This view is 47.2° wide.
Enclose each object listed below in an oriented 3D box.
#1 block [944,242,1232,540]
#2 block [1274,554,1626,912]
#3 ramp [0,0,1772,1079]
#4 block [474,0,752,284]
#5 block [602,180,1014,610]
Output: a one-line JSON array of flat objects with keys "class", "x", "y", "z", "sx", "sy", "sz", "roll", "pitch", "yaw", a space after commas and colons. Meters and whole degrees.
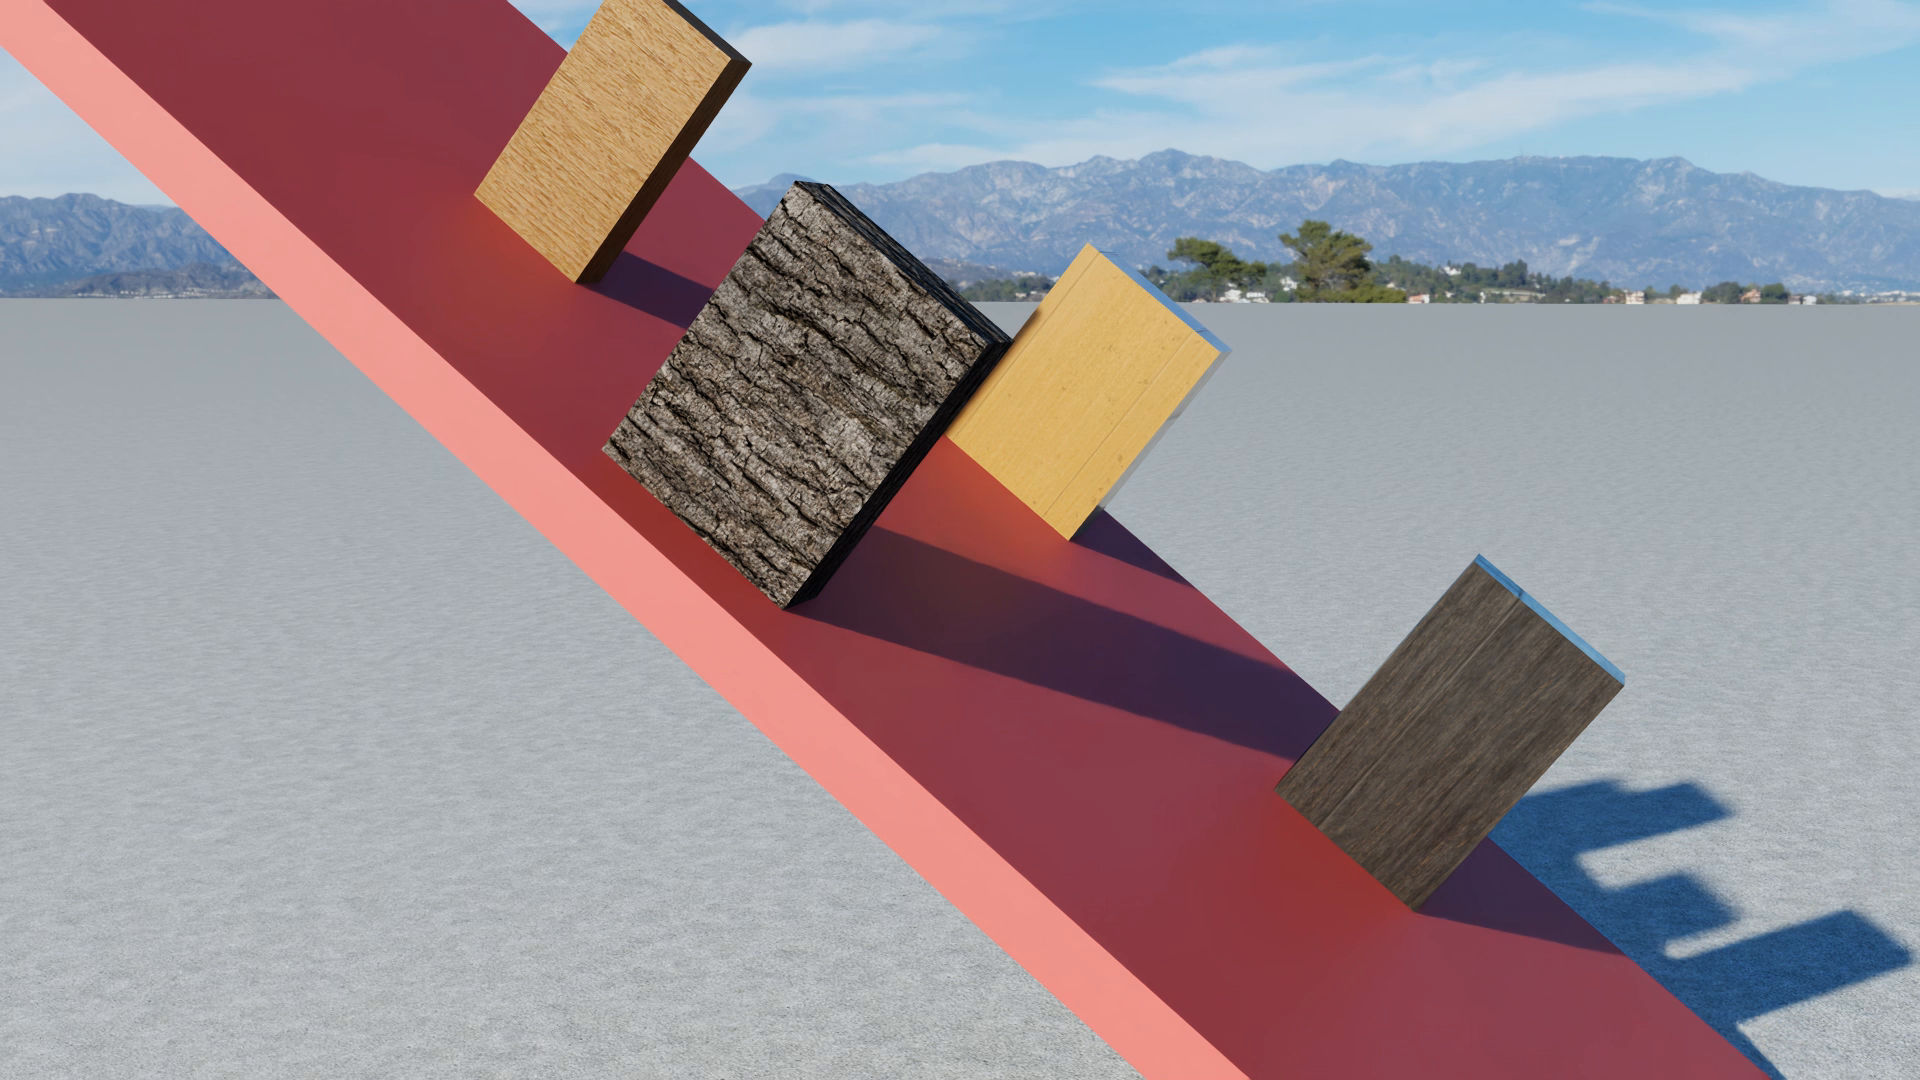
[{"class": "block", "x": 0.263, "y": -0.311, "z": 4.591, "sx": 0.354, "sy": 0.503, "sz": 0.141, "roll": 41, "pitch": 16, "yaw": 9}, {"class": "block", "x": 0.892, "y": 0.353, "z": 4.027, "sx": 0.338, "sy": 0.564, "sz": 0.122, "roll": 41, "pitch": 16, "yaw": 9}, {"class": "ramp", "x": -0.016, "y": 0.067, "z": 4.047, "sx": 4.000, "sy": 0.100, "sz": 2.000, "roll": 41, "pitch": 16, "yaw": 9}, {"class": "block", "x": -0.610, "y": -0.718, "z": 3.849, "sx": 0.248, "sy": 0.483, "sz": 0.097, "roll": 41, "pitch": 16, "yaw": 9}, {"class": "block", "x": -0.228, "y": -0.214, "z": 3.258, "sx": 0.370, "sy": 0.504, "sz": 0.138, "roll": 41, "pitch": 16, "yaw": 9}]
